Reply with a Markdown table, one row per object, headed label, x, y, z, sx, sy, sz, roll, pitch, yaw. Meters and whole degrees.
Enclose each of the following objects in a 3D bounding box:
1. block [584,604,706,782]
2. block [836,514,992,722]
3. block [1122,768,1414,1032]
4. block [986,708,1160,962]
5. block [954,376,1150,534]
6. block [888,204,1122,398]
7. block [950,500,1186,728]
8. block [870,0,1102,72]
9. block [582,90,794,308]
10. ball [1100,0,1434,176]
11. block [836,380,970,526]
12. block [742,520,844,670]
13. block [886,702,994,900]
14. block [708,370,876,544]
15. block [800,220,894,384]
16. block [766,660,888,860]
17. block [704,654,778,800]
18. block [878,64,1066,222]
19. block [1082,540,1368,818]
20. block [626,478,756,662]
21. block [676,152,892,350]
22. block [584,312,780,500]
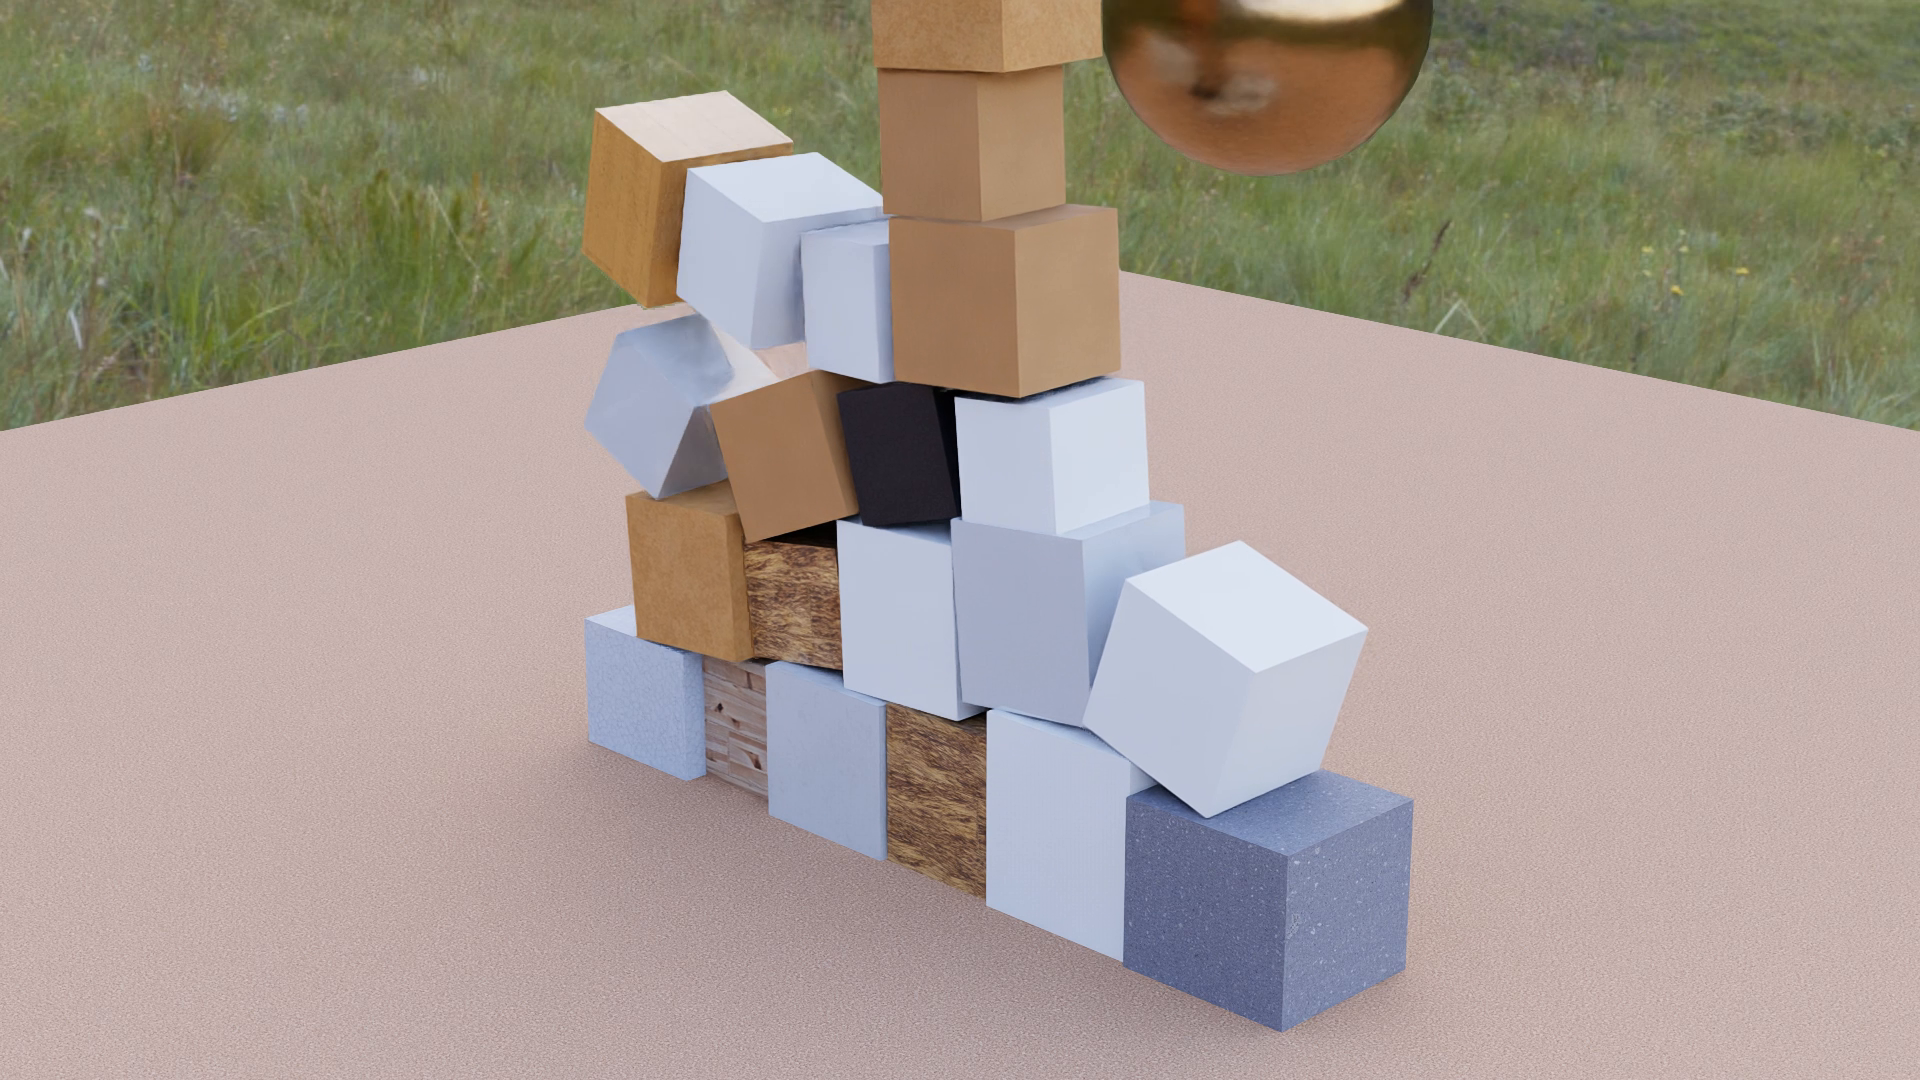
| label | x | y | z | sx | sy | sz | roll | pitch | yaw |
| --- | --- | --- | --- | --- | --- | --- | --- | --- | --- |
| block | -1.346 | 0.711 | 14.974 | 0.807 | 0.664 | 0.777 | -17 | 24 | -42 |
| block | -0.058 | 0.288 | 13.467 | 0.740 | 0.812 | 0.654 | 13 | 22 | 43 |
| block | 1.299 | 1.456 | 12.410 | 0.834 | 0.782 | 0.869 | -17 | 24 | -42 |
| block | 0.706 | 1.197 | 12.989 | 0.842 | 0.928 | 0.820 | 17 | 24 | 42 |
| block | 0.404 | -0.389 | 12.764 | 0.543 | 0.546 | 0.626 | 10 | 19 | 42 |
| block | 0.198 | -1.067 | 12.745 | 0.713 | 0.712 | 0.692 | 11 | 19 | 40 |
| block | 0.493 | 0.282 | 12.912 | 0.748 | 0.836 | 0.691 | 9 | 19 | 41 |
| block | 0.111 | -2.340 | 12.524 | 0.710 | 0.590 | 0.686 | 10 | 19 | 38 |
| block | -1.328 | -1.661 | 14.236 | 0.742 | 0.770 | 0.609 | -15 | 39 | -35 |
| ball | 1.467 | -2.550 | 14.078 | 1.600 | 1.600 | 1.600 | 0 | 17 | 0 |
| block | -0.095 | -0.442 | 13.222 | 0.583 | 0.610 | 0.581 | -5 | 9 | 42 |
| block | -0.575 | 0.239 | 14.000 | 0.581 | 0.583 | 0.663 | -16 | 16 | -42 |
| block | 0.155 | 1.109 | 13.518 | 0.723 | 0.779 | 0.667 | -17 | 24 | -42 |
| block | -0.614 | -0.442 | 13.766 | 0.654 | 0.677 | 0.760 | -17 | 2 | -42 |
| block | -0.316 | -1.090 | 13.238 | 0.557 | 0.614 | 0.565 | -13 | 19 | -35 |
| block | -0.372 | 0.960 | 14.013 | 0.773 | 0.765 | 0.782 | -17 | 24 | -42 |
| block | -0.853 | 0.846 | 14.507 | 0.571 | 0.687 | 0.594 | -17 | 24 | -42 |
| block | 0.054 | -1.756 | 12.726 | 0.550 | 0.639 | 0.587 | 10 | 19 | 38 |
| block | 1.109 | 0.573 | 12.329 | 0.747 | 0.735 | 0.734 | -17 | 43 | -43 |
| block | -1.085 | 0.100 | 14.505 | 0.752 | 0.726 | 0.782 | 11 | 20 | 44 |
| block | -0.824 | -1.358 | 13.714 | 0.718 | 0.637 | 0.660 | -13 | 34 | -34 |
| block | -1.366 | -0.667 | 14.432 | 0.586 | 0.594 | 0.604 | 44 | 39 | 23 |
